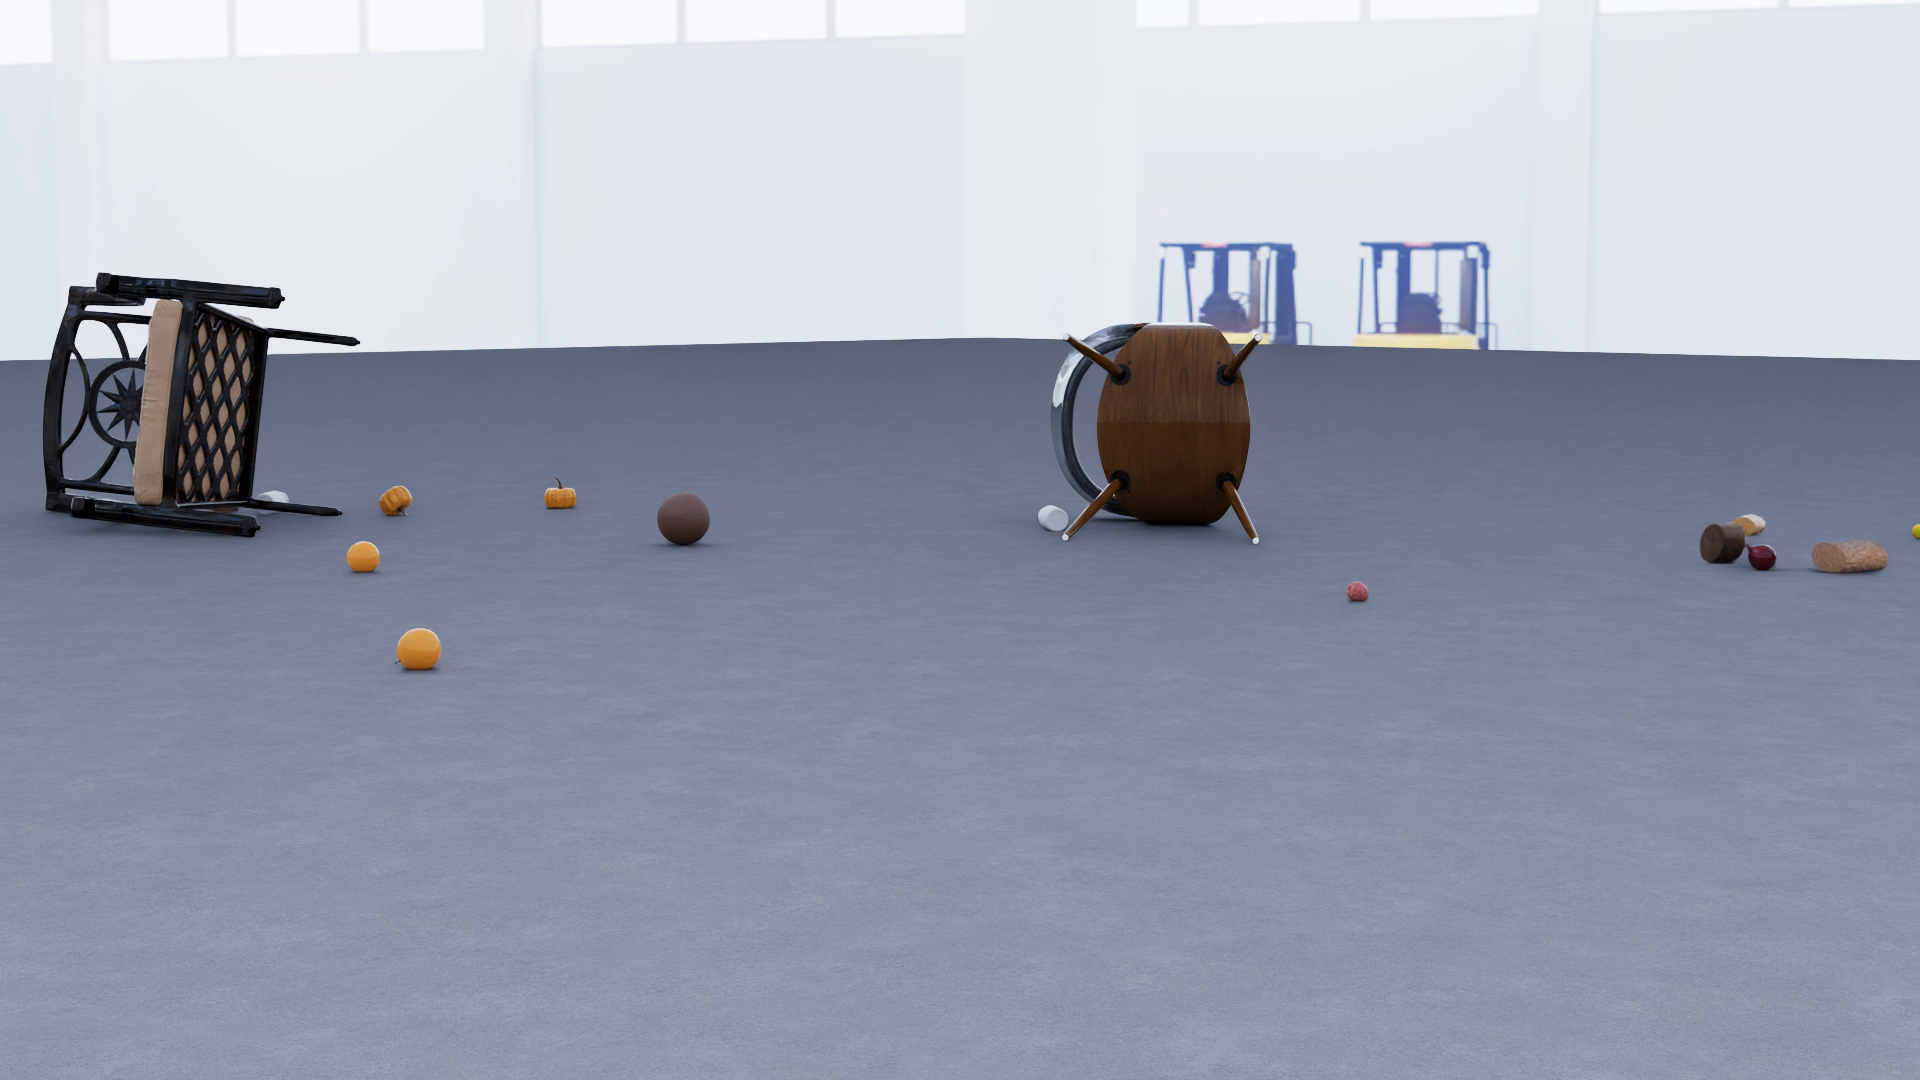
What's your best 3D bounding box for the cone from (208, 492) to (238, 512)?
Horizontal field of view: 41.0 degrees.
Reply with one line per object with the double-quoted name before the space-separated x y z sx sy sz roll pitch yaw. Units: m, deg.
"cone" -2.049 -0.095 7.201 0.108 0.059 0.069 2 -17 33
